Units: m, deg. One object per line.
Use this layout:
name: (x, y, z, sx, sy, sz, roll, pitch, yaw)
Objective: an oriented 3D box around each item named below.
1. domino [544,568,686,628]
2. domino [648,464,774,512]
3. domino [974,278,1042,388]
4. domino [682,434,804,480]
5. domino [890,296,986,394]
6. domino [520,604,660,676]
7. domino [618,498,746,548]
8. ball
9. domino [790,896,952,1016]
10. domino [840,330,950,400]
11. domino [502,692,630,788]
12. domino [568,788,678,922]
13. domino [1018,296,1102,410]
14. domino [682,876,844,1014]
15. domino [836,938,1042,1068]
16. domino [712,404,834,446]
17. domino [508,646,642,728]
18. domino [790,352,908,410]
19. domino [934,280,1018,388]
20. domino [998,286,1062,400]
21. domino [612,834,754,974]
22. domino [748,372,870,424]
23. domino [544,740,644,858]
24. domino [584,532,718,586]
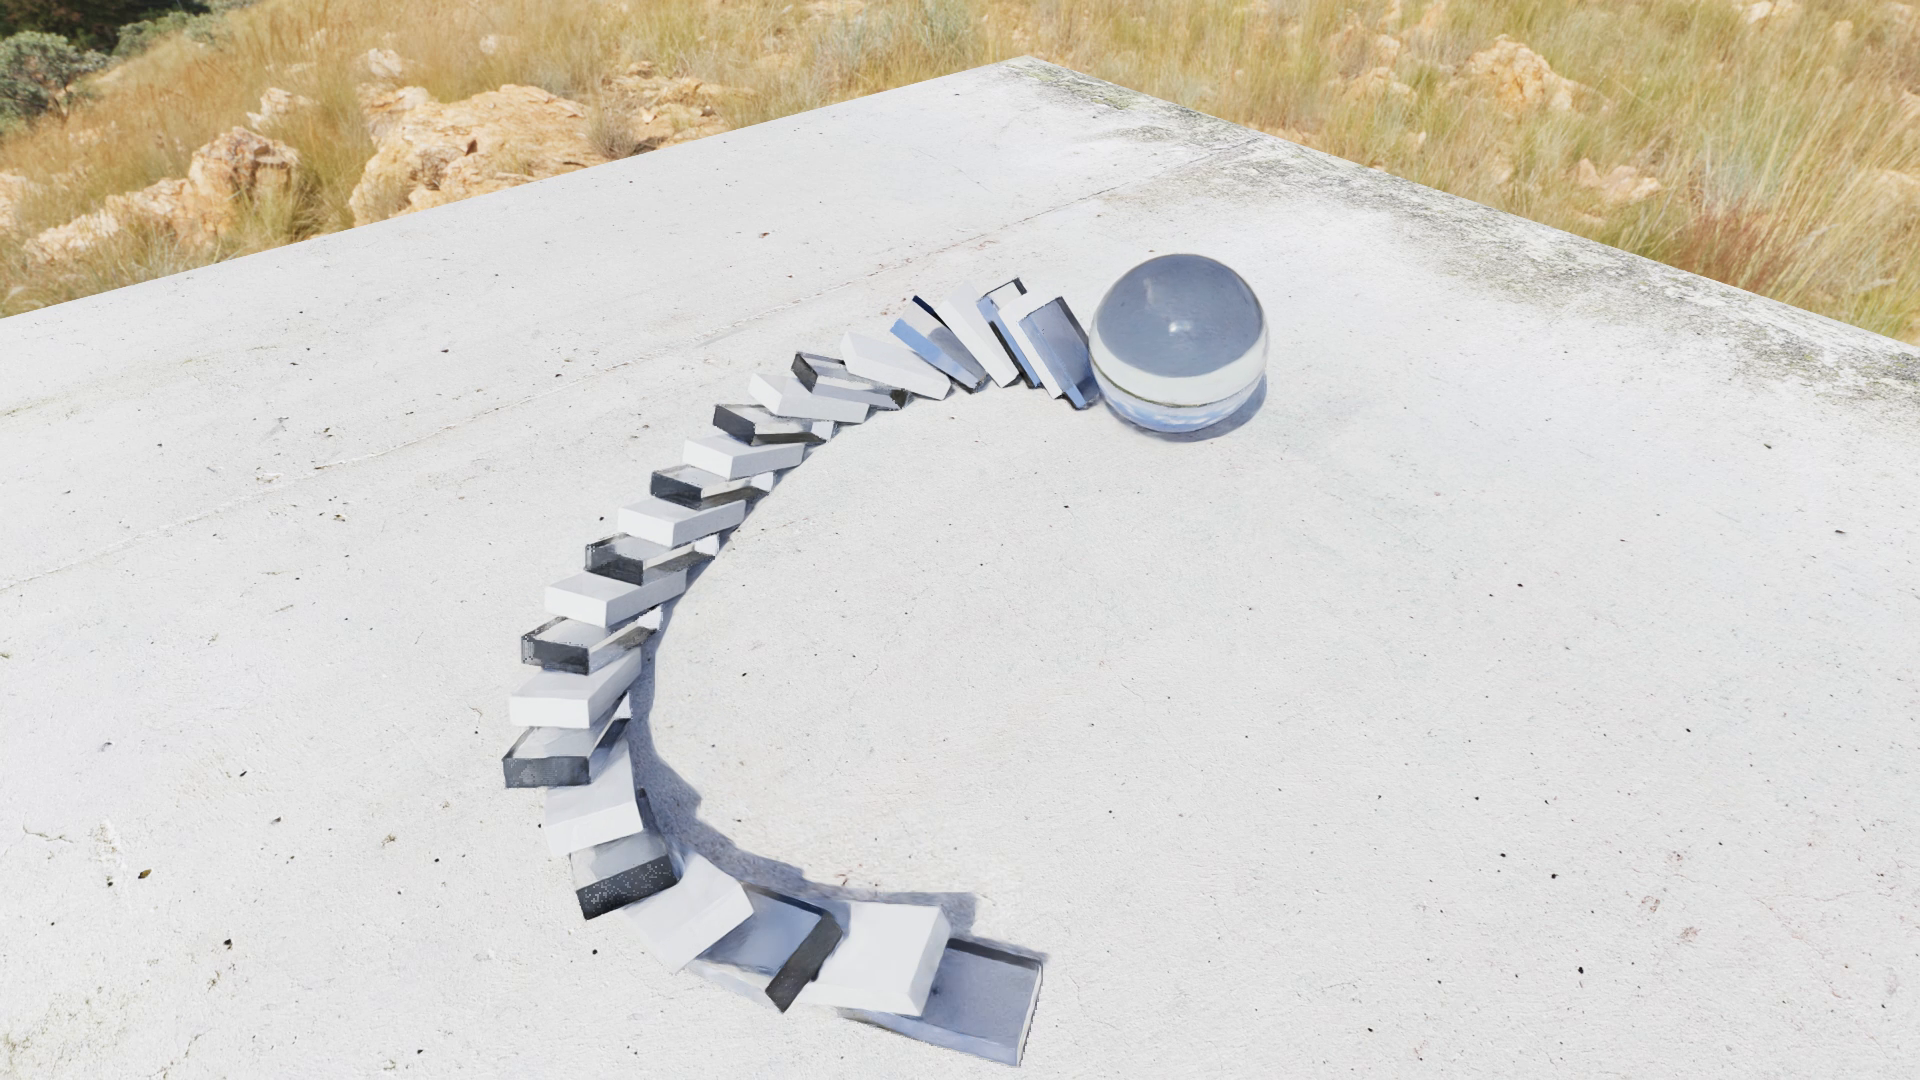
domino: (-0.126, 0.018, 0.405, 0.025, 0.009, 0.050, 13, 16, 16)
domino: (-0.102, -0.024, 0.457, 0.025, 0.010, 0.050, 18, 18, 20)
domino: (0.032, -0.102, 0.543, 0.025, 0.010, 0.050, -35, 93, -35)
domino: (-0.093, -0.038, 0.474, 0.025, 0.009, 0.050, 20, 19, 23)
domino: (-0.008, -0.096, 0.539, 0.050, 0.009, 0.025, 37, 41, -11)
domino: (-0.129, 0.033, 0.387, 0.025, 0.009, 0.050, 8, 15, 10)
domino: (-0.110, -0.010, 0.440, 0.025, 0.010, 0.050, 15, 17, 18)
ball: (0.098, -0.088, 0.495, 0.080, 0.080, 0.080, 0, 39, 0)
domino: (-0.030, 0.110, 0.292, 0.050, 0.010, 0.025, -5, 35, 27)
domino: (-0.031, -0.084, 0.529, 0.050, 0.010, 0.025, 13, 33, -27)
domino: (-0.124, 0.063, 0.350, 0.025, 0.009, 0.050, -2, 14, -3)
domino: (-0.099, 0.089, 0.317, 0.025, 0.009, 0.050, -18, 16, -20)
domino: (0.052, -0.090, 0.528, 0.025, 0.010, 0.050, -36, 94, -35)
domino: (-0.057, 0.107, 0.295, 0.050, 0.009, 0.025, -1, 36, 43)
domino: (-0.006, 0.120, 0.295, 0.050, 0.010, 0.025, 9, 40, 15)
domino: (-0.083, -0.052, 0.491, 0.025, 0.010, 0.050, 27, 21, 29)
domino: (-0.127, 0.048, 0.368, 0.025, 0.009, 0.050, 2, 14, 2)
domino: (-0.052, -0.075, 0.518, 0.050, 0.009, 0.025, 5, 31, -38)
domino: (0.012, -0.102, 0.542, 0.010, 0.050, 0.025, -30, 19, 40)
domino: (0.042, -0.096, 0.536, 0.025, 0.009, 0.050, -36, 94, -35)
domino: (-0.080, 0.099, 0.304, 0.025, 0.009, 0.050, -32, 20, -30)
domino: (-0.069, -0.065, 0.506, 0.050, 0.010, 0.025, 0, 30, -45)
domino: (-0.111, 0.077, 0.333, 0.025, 0.009, 0.050, -14, 15, -16)
domino: (-0.118, 0.004, 0.422, 0.025, 0.010, 0.050, 14, 16, 16)
